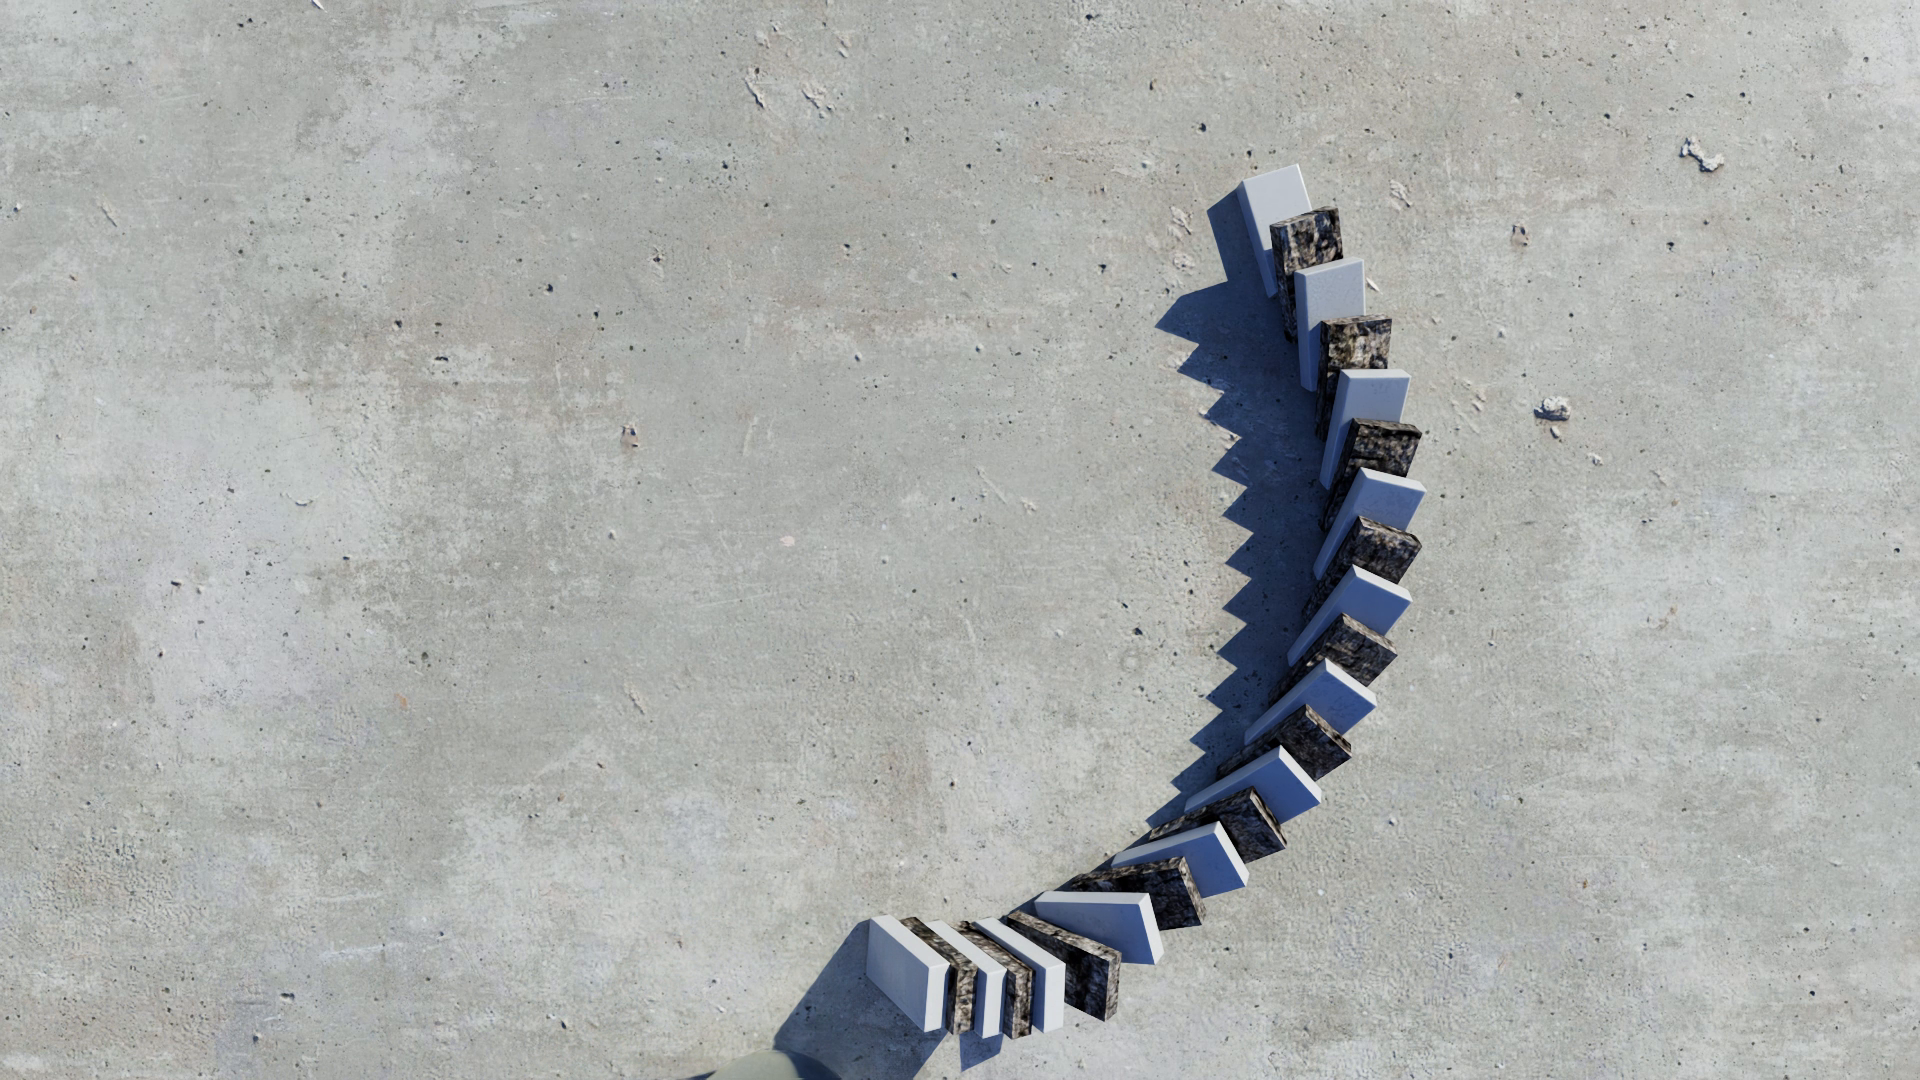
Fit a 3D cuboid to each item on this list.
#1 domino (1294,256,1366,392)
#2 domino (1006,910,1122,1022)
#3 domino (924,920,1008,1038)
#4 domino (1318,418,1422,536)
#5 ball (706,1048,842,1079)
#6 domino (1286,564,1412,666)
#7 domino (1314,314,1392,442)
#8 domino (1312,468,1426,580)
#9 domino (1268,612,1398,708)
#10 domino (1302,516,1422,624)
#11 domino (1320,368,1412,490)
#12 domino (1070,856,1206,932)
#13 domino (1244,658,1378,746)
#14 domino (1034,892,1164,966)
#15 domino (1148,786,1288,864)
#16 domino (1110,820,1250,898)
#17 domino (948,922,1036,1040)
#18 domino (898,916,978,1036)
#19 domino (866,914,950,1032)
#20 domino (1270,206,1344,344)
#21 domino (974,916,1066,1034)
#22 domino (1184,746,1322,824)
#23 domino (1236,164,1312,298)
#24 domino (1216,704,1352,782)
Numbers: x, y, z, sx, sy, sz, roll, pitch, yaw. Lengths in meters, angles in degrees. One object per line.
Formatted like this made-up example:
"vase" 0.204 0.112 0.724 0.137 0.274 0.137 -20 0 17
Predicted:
"domino" 0.156 -0.090 0.385 0.025 0.010 0.050 -15 116 -1
"domino" 0.042 0.175 0.380 0.050 0.009 0.025 7 95 39
"domino" 0.000 0.179 0.376 0.010 0.050 0.025 4 90 -33
"domino" 0.171 -0.025 0.384 0.025 0.009 0.050 7 119 0
"ball" -0.076 0.246 0.360 0.080 0.080 0.080 0 90 0
"domino" 0.162 0.037 0.384 0.025 0.010 0.050 25 119 0
"domino" 0.165 -0.068 0.385 0.025 0.010 0.050 -7 116 0
"domino" 0.170 -0.004 0.384 0.025 0.010 0.050 14 119 0
"domino" 0.155 0.057 0.384 0.025 0.010 0.050 30 119 0
"domino" 0.167 0.017 0.384 0.025 0.010 0.050 19 119 0
"domino" 0.169 -0.046 0.384 0.025 0.010 0.050 -1 119 0
"domino" 0.074 0.150 0.384 0.050 0.009 0.025 -22 90 29
"domino" 0.146 0.075 0.384 0.025 0.009 0.050 36 119 0
"domino" 0.057 0.161 0.382 0.050 0.009 0.025 -15 90 36
"domino" 0.108 0.125 0.384 0.050 0.009 0.025 -35 90 29
"domino" 0.091 0.138 0.384 0.050 0.009 0.025 -30 90 29
"domino" 0.011 0.179 0.376 0.009 0.050 0.025 4 90 -33
"domino" -0.011 0.178 0.376 0.010 0.050 0.025 4 90 -33
"domino" -0.022 0.176 0.376 0.009 0.050 0.025 4 90 -33
"domino" 0.147 -0.111 0.385 0.025 0.009 0.050 -18 116 1
"domino" 0.023 0.177 0.376 0.009 0.050 0.025 2 90 -33
"domino" 0.122 0.109 0.384 0.025 0.009 0.050 48 119 0
"domino" 0.139 -0.133 0.395 0.025 0.009 0.050 -17 90 0
"domino" 0.135 0.093 0.384 0.025 0.009 0.050 43 119 0
